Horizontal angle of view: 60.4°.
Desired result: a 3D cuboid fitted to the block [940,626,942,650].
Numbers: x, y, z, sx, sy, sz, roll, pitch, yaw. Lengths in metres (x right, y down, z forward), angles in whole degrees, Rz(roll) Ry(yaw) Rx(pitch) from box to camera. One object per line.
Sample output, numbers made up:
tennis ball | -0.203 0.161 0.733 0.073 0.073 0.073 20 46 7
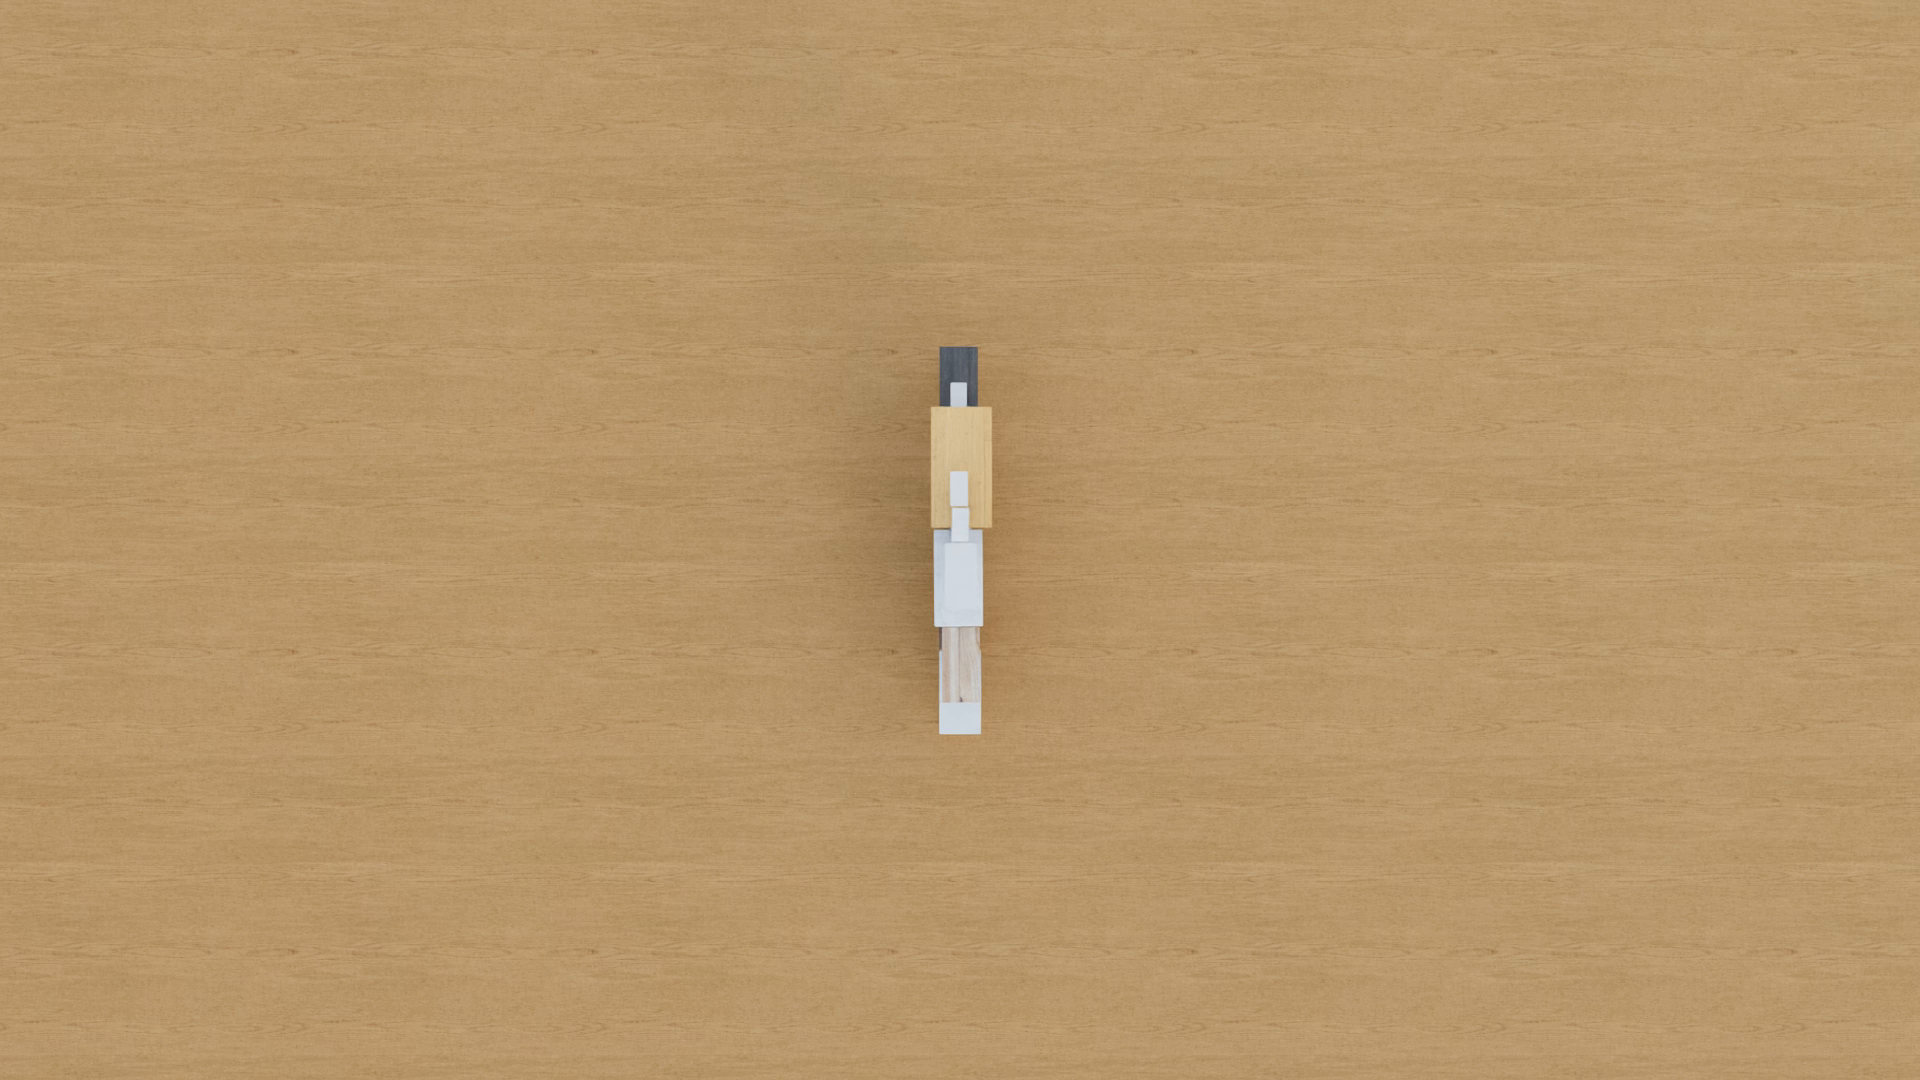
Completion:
block | -0.005 0.222 5.236 0.123 0.035 0.247 0 90 0

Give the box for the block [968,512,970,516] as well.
block | 0.004 -0.075 4.696 0.047 0.094 0.013 0 90 0

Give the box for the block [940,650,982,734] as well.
block | 0.001 0.481 5.220 0.131 0.037 0.262 0 90 0

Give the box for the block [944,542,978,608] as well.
block | 0.004 0.101 4.692 0.093 0.026 0.185 -1 90 0

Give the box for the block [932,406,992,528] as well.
block | 0.004 -0.210 4.767 0.174 0.049 0.347 0 90 0

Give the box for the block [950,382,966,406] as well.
block | -0.004 -0.438 5.117 0.050 0.014 0.099 0 90 0

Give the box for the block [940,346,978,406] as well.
block | -0.004 -0.491 5.240 0.121 0.034 0.243 0 90 0

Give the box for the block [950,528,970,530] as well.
block | 0.001 0.025 5.354 0.068 0.019 0.137 0 90 0

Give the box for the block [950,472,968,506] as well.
block | -0.003 -0.144 4.638 0.049 0.014 0.097 0 90 0

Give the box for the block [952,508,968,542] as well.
block | 0.001 -0.043 4.642 0.047 0.013 0.094 1 90 0

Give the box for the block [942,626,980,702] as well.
block | 0.004 0.374 4.958 0.113 0.032 0.227 0 90 0

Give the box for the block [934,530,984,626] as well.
block | -0.005 0.113 4.911 0.144 0.041 0.287 0 90 0
